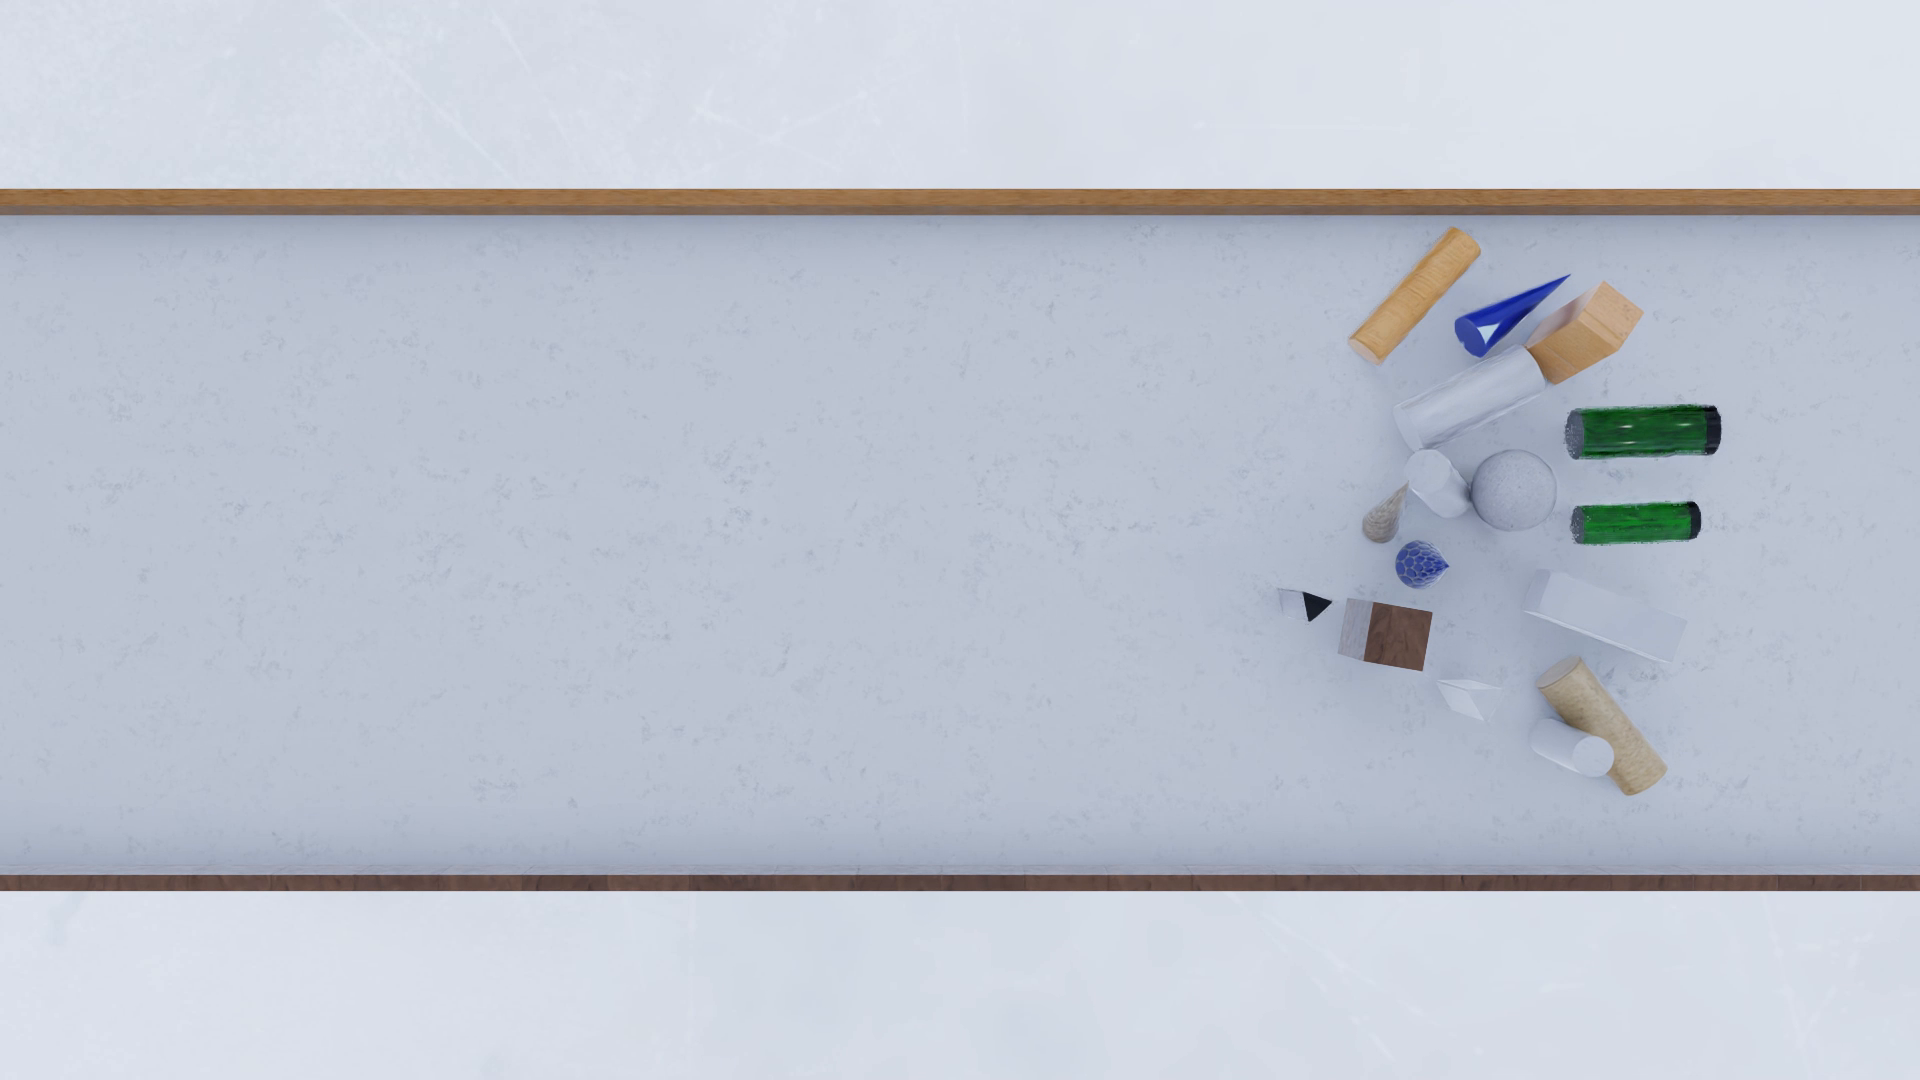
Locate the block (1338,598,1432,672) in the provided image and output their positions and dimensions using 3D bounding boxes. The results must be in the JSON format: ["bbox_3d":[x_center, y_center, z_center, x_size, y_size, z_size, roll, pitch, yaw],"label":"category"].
[{"bbox_3d":[1.263,0.279,4.916,0.174,0.321,0.174,10,90,0],"label":"block"}]

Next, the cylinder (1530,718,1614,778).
[{"bbox_3d":[1.803,0.611,4.875,0.117,0.398,0.117,0,91,2],"label":"cylinder"}]

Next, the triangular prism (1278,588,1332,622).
[{"bbox_3d":[1.004,0.177,4.892,0.088,0.370,0.076,-41,90,0],"label":"triangular prism"}]

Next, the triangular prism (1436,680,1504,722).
[{"bbox_3d":[1.529,0.455,4.915,0.091,0.322,0.105,-31,90,0],"label":"triangular prism"}]

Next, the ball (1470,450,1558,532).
[{"bbox_3d":[1.662,-0.147,4.952,0.248,0.248,0.248,0,90,0],"label":"ball"}]

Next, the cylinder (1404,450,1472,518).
[{"bbox_3d":[1.425,-0.165,4.910,0.132,0.308,0.132,-7,74,27],"label":"cylinder"}]

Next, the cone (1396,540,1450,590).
[{"bbox_3d":[1.416,0.076,4.922,0.152,0.310,0.152,0,90,0],"label":"cone"}]

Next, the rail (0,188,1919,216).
[{"bbox_3d":[-2.247,-1.025,5.002,12.000,0.150,0.050,0,90,0],"label":"rail"}]

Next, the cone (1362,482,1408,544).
[{"bbox_3d":[1.276,-0.103,4.846,0.108,0.450,0.108,-1,74,4],"label":"cone"}]

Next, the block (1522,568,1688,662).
[{"bbox_3d":[1.954,0.229,5.008,0.433,0.136,0.136,21,90,0],"label":"block"}]

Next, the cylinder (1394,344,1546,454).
[{"bbox_3d":[1.540,-0.422,4.992,0.410,0.169,0.169,-27,90,0],"label":"cylinder"}]

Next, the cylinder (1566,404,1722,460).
[{"bbox_3d":[2.068,-0.327,4.998,0.410,0.155,0.155,-2,90,0],"label":"cylinder"}]

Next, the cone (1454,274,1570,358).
[{"bbox_3d":[1.717,-0.718,5.042,0.400,0.139,0.139,-31,90,-10],"label":"cone"}]

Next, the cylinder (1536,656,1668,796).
[{"bbox_3d":[1.945,0.562,4.999,0.156,0.156,0.421,-39,90,0],"label":"cylinder"}]

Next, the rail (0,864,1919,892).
[{"bbox_3d":[-2.247,1.025,5.001,12.000,0.150,0.050,0,90,0],"label":"rail"}]

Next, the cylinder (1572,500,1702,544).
[{"bbox_3d":[2.055,-0.053,5.018,0.348,0.117,0.117,-2,90,0],"label":"cylinder"}]

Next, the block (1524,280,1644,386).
[{"bbox_3d":[1.832,-0.608,4.882,0.149,0.365,0.149,38,77,0],"label":"block"}]

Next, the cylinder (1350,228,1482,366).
[{"bbox_3d":[1.384,-0.740,5.016,0.121,0.121,0.456,42,90,0],"label":"cylinder"}]
